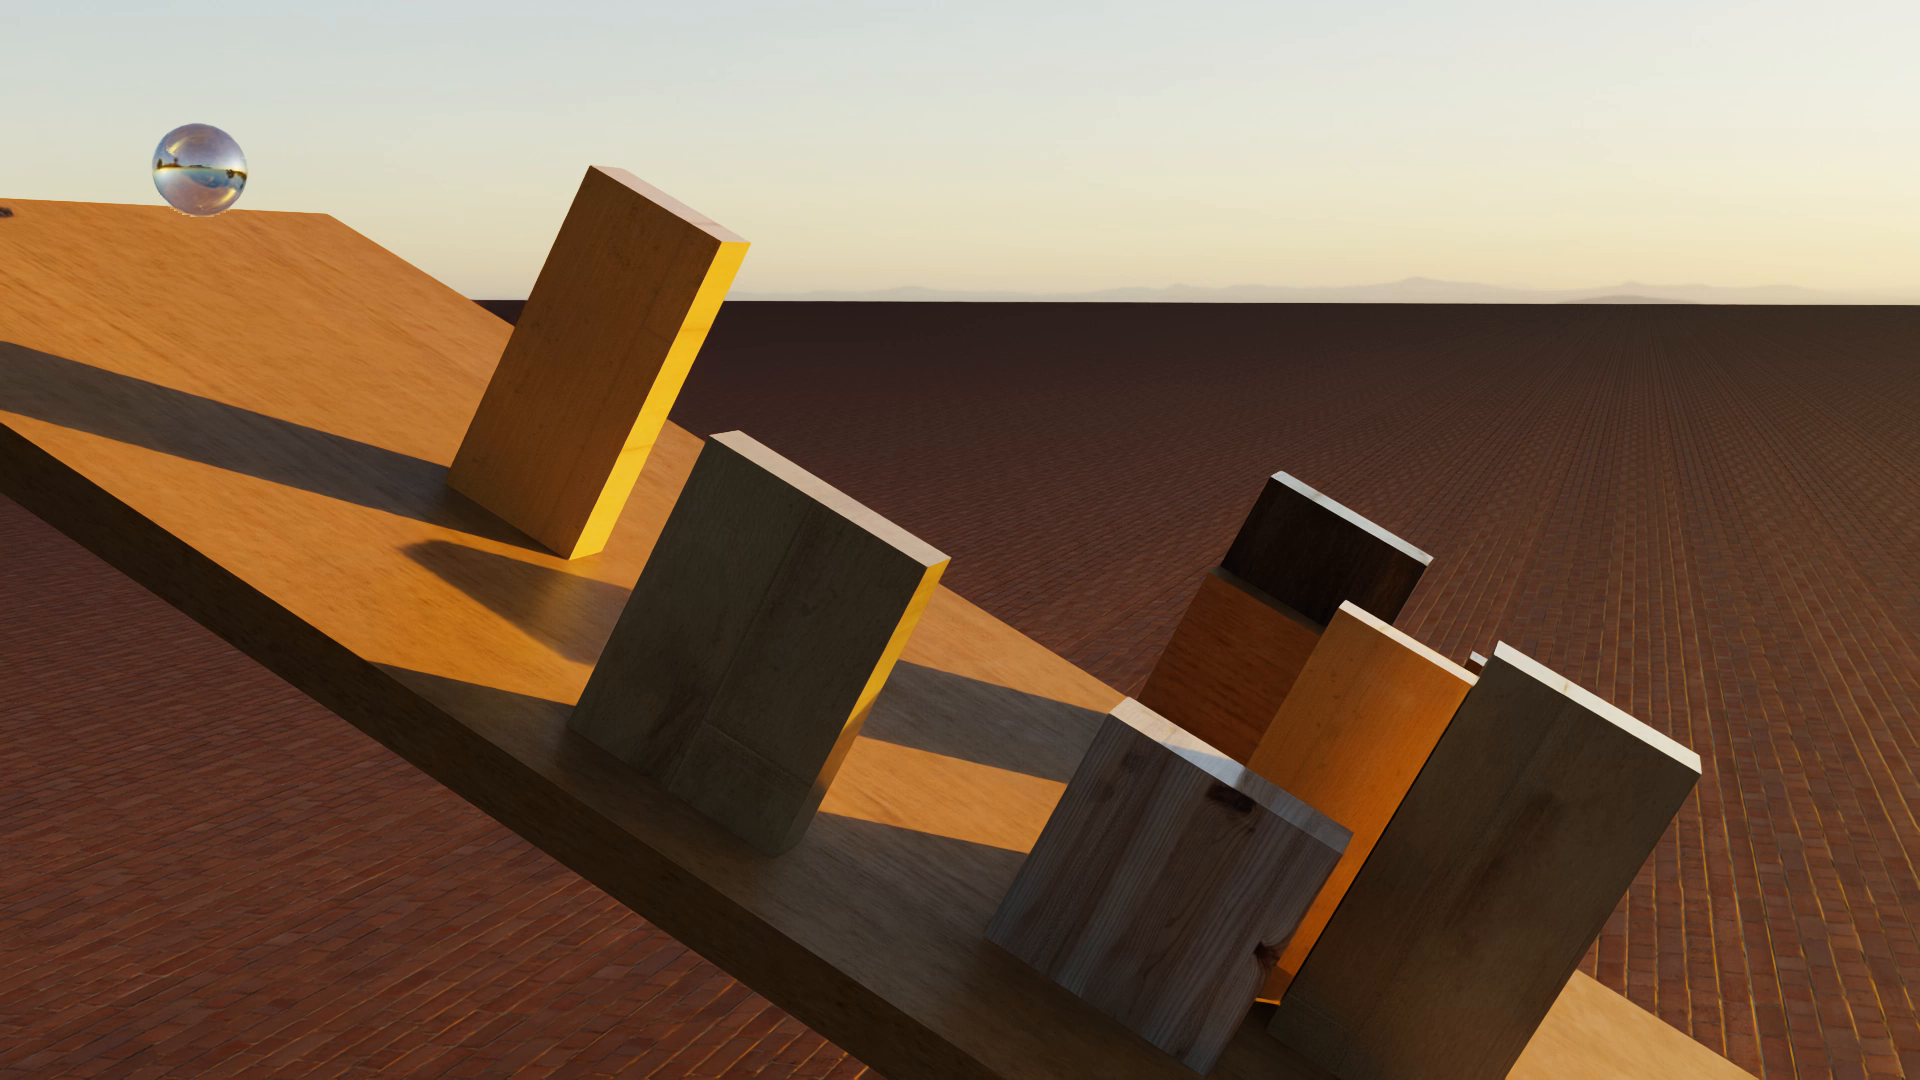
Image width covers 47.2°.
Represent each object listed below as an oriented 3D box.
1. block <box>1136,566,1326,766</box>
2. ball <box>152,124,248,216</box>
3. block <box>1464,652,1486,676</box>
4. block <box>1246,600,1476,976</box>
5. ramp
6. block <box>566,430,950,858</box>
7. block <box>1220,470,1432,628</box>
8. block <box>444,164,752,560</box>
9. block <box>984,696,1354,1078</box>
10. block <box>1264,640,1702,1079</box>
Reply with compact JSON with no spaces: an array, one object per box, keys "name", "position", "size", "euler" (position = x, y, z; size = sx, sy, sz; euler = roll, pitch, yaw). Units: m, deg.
[{"name":"block","position":[0.566,0.322,4.605],"size":[0.318,0.428,0.108],"euler":[31,14,12]},{"name":"ball","position":[-1.542,-0.751,4.460],"size":[0.185,0.185,0.185],"euler":[0,7,0]},{"name":"block","position":[0.905,0.536,4.103],"size":[0.243,0.615,0.081],"euler":[31,14,12]},{"name":"block","position":[0.695,0.475,3.918],"size":[0.385,0.620,0.096],"euler":[31,14,12]},{"name":"ramp","position":[-0.211,0.350,4.142],"size":[4.000,0.100,2.000],"euler":[31,14,12]},{"name":"block","position":[-0.312,0.157,3.364],"size":[0.390,0.518,0.114],"euler":[31,14,12]},{"name":"block","position":[0.678,0.229,4.696],"size":[0.370,0.646,0.146],"euler":[31,14,12]},{"name":"block","position":[-0.677,-0.328,4.087],"size":[0.292,0.664,0.136],"euler":[31,14,12]},{"name":"block","position":[0.323,0.536,3.421],"size":[0.407,0.418,0.136],"euler":[31,14,12]},{"name":"block","position":[0.845,0.579,3.584],"size":[0.361,0.739,0.140],"euler":[31,14,12]}]
